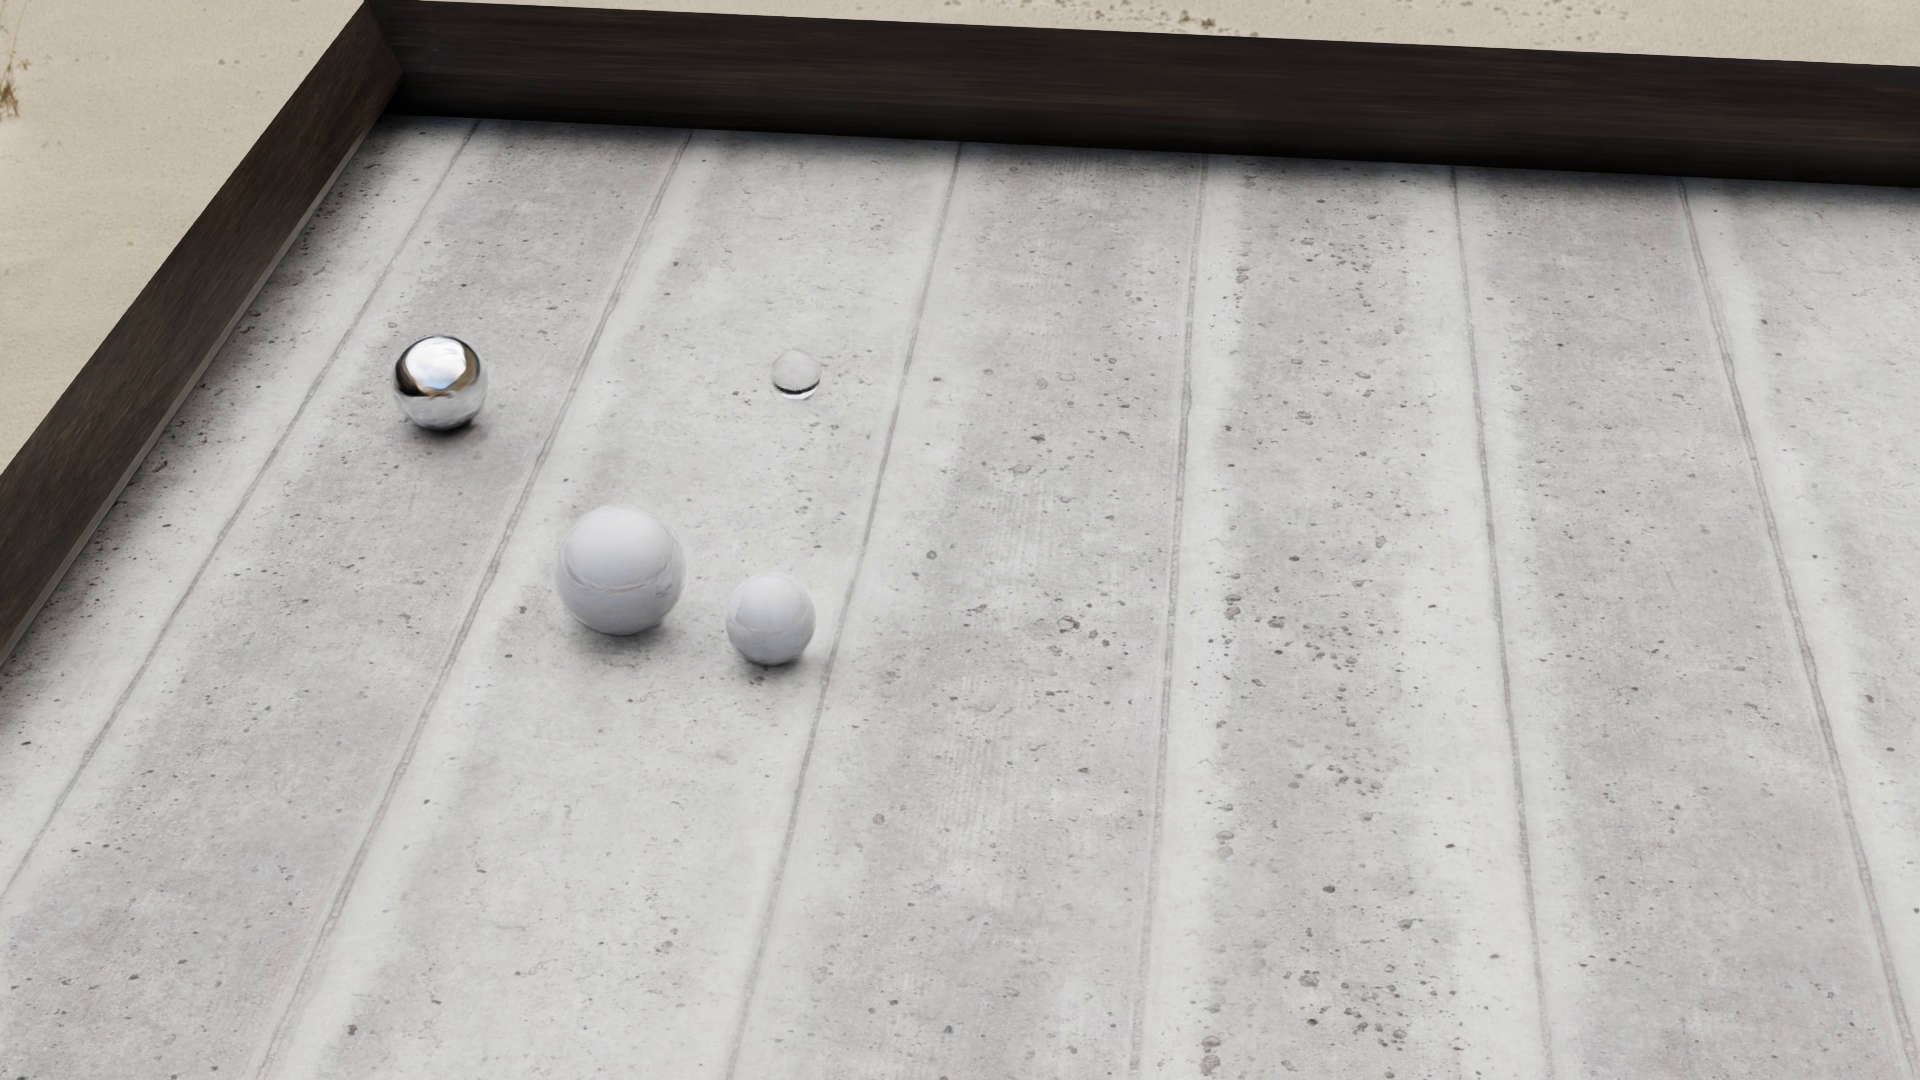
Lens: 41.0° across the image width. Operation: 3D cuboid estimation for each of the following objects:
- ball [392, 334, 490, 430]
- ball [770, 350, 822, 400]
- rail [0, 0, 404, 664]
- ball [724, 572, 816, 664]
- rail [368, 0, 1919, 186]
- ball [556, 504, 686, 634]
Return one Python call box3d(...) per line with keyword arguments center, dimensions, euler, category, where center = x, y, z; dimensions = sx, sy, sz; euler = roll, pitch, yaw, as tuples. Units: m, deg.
box3d(center=(-0.436, -0.132, 2.153), dimensions=(0.080, 0.080, 0.080), euler=(0, 35, 0), category="ball")
box3d(center=(-0.141, -0.142, 2.201), dimensions=(0.043, 0.043, 0.043), euler=(0, 35, 0), category="ball")
box3d(center=(-0.666, -0.066, 2.015), dimensions=(0.045, 0.126, 1.536), euler=(4, 35, 5), category="rail")
box3d(center=(-0.139, 0.058, 1.888), dimensions=(0.068, 0.068, 0.068), euler=(0, 35, 0), category="ball")
box3d(center=(0.771, -0.400, 2.501), dimensions=(2.775, 0.126, 0.045), euler=(4, 35, 5), category="rail")
box3d(center=(-0.253, 0.022, 1.914), dimensions=(0.097, 0.097, 0.097), euler=(0, 35, 0), category="ball")
